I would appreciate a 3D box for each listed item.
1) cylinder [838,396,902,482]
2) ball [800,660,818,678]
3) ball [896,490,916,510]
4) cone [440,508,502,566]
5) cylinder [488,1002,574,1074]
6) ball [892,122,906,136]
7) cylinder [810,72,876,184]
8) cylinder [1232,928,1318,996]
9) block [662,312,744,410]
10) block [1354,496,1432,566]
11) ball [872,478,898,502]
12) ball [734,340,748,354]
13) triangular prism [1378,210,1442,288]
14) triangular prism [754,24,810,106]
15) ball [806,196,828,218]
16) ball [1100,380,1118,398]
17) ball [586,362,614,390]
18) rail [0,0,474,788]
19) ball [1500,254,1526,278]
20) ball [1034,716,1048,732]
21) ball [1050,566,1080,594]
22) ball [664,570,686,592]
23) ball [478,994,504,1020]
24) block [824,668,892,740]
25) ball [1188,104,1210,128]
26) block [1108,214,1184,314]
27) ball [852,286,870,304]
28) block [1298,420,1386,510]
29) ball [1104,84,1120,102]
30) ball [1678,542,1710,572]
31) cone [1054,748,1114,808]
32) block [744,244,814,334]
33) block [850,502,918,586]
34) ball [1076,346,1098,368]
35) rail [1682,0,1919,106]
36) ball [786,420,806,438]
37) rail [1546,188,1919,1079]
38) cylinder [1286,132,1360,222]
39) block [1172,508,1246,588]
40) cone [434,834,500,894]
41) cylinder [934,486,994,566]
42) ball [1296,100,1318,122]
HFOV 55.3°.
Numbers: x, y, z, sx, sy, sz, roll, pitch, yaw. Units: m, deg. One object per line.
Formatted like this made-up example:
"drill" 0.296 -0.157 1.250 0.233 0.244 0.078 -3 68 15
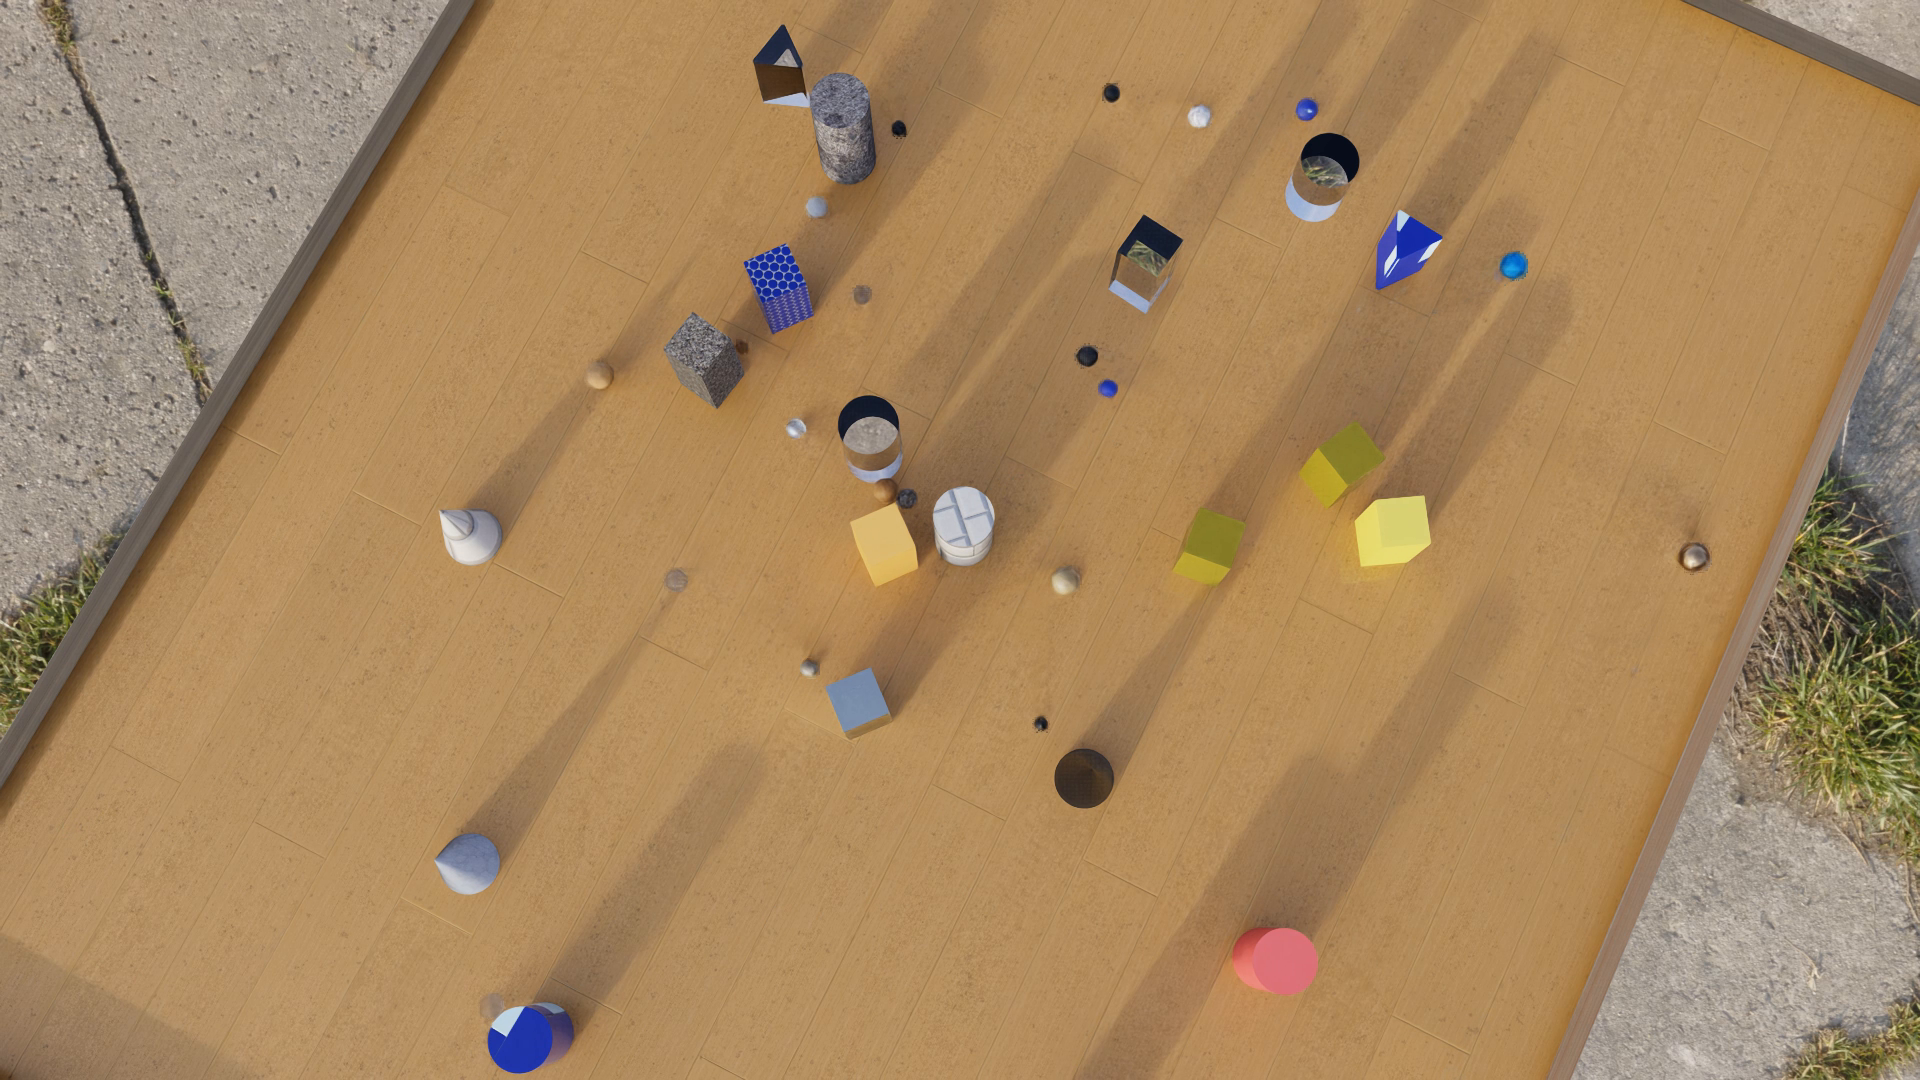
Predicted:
"cylinder" -0.266 -0.299 5.496 0.178 0.356 0.178 0 78 0
"ball" -0.454 0.386 5.509 0.054 0.054 0.054 0 78 0
"ball" -0.164 -0.124 5.612 0.059 0.059 0.059 0 78 0
"cone" -1.492 -0.048 5.433 0.178 0.379 0.178 0 78 0
"cylinder" -1.210 1.405 5.181 0.178 0.283 0.178 0 78 0
"ball" -0.196 -1.317 5.865 0.046 0.046 0.046 0 78 0
"cylinder" -0.358 -1.265 5.660 0.178 0.425 0.178 0 78 0
"cylinder" 0.886 1.187 5.178 0.178 0.377 0.178 0 78 0
"block" -0.771 -0.539 5.546 0.143 0.355 0.143 36 81 7
"block" 1.290 -0.024 5.474 0.143 0.289 0.143 -5 78 -1
"ball" -0.229 -0.152 5.609 0.076 0.076 0.076 0 78 0
"ball" -0.682 -0.600 5.718 0.043 0.043 0.043 0 78 0
"triangular prism" 1.356 -0.909 5.663 0.154 0.275 0.134 -25 79 -5
"triangular prism" -0.553 -1.499 5.783 0.154 0.281 0.134 6 78 1
"ball" -0.451 -1.055 5.799 0.068 0.068 0.068 0 78 0
"ball" 0.462 -0.470 5.684 0.056 0.056 0.056 0 78 0
"ball" -1.117 -0.511 5.677 0.087 0.087 0.087 0 78 0
"rail" -1.987 -0.967 5.756 0.045 0.116 5.369 26 80 5
"ball" 1.736 -0.861 5.754 0.079 0.079 0.079 0 78 0
"ball" 0.242 0.550 5.481 0.042 0.042 0.042 0 78 0
"ball" 0.318 0.122 5.547 0.087 0.087 0.087 0 78 0
"ball" -0.862 0.122 5.557 0.067 0.067 0.067 0 78 0
"ball" -1.356 1.351 5.301 0.070 0.070 0.070 0 78 0
"block" -0.295 0.484 5.385 0.143 0.256 0.143 -23 79 -5
"ball" 0.766 -1.355 5.859 0.073 0.073 0.073 0 78 0
"block" 0.567 -0.842 5.618 0.143 0.337 0.143 34 80 7
"ball" -0.308 -0.767 5.746 0.057 0.057 0.057 0 78 0
"block" 1.144 -0.222 5.502 0.143 0.314 0.143 -35 80 -7
"ball" 0.488 -1.433 5.884 0.055 0.055 0.055 0 78 0
"ball" 2.226 0.052 5.560 0.089 0.089 0.089 0 78 0
"cone" 0.370 0.676 5.298 0.178 0.350 0.178 0 78 0
"block" -0.554 -0.768 5.624 0.143 0.296 0.143 -25 79 -5
"block" -0.222 0.018 5.441 0.143 0.336 0.143 -24 79 -5
"ball" 0.396 -0.571 5.700 0.067 0.067 0.067 0 78 0
"rail" 1.190 -2.324 6.036 4.490 0.116 0.045 26 80 5
"ball" -0.506 -0.343 5.657 0.059 0.059 0.059 0 78 0
"rail" 1.987 0.979 5.354 0.045 0.116 5.369 26 80 5
"cylinder" 1.126 -1.127 5.708 0.178 0.277 0.178 0 78 0
"block" 0.738 0.025 5.453 0.143 0.309 0.143 20 79 4
"cone" -1.451 0.920 5.236 0.178 0.372 0.178 0 78 0
"cylinder" 0.011 -0.037 5.466 0.178 0.309 0.178 0 78 0
"ball" 1.110 -1.375 5.865 0.069 0.069 0.069 0 78 0
